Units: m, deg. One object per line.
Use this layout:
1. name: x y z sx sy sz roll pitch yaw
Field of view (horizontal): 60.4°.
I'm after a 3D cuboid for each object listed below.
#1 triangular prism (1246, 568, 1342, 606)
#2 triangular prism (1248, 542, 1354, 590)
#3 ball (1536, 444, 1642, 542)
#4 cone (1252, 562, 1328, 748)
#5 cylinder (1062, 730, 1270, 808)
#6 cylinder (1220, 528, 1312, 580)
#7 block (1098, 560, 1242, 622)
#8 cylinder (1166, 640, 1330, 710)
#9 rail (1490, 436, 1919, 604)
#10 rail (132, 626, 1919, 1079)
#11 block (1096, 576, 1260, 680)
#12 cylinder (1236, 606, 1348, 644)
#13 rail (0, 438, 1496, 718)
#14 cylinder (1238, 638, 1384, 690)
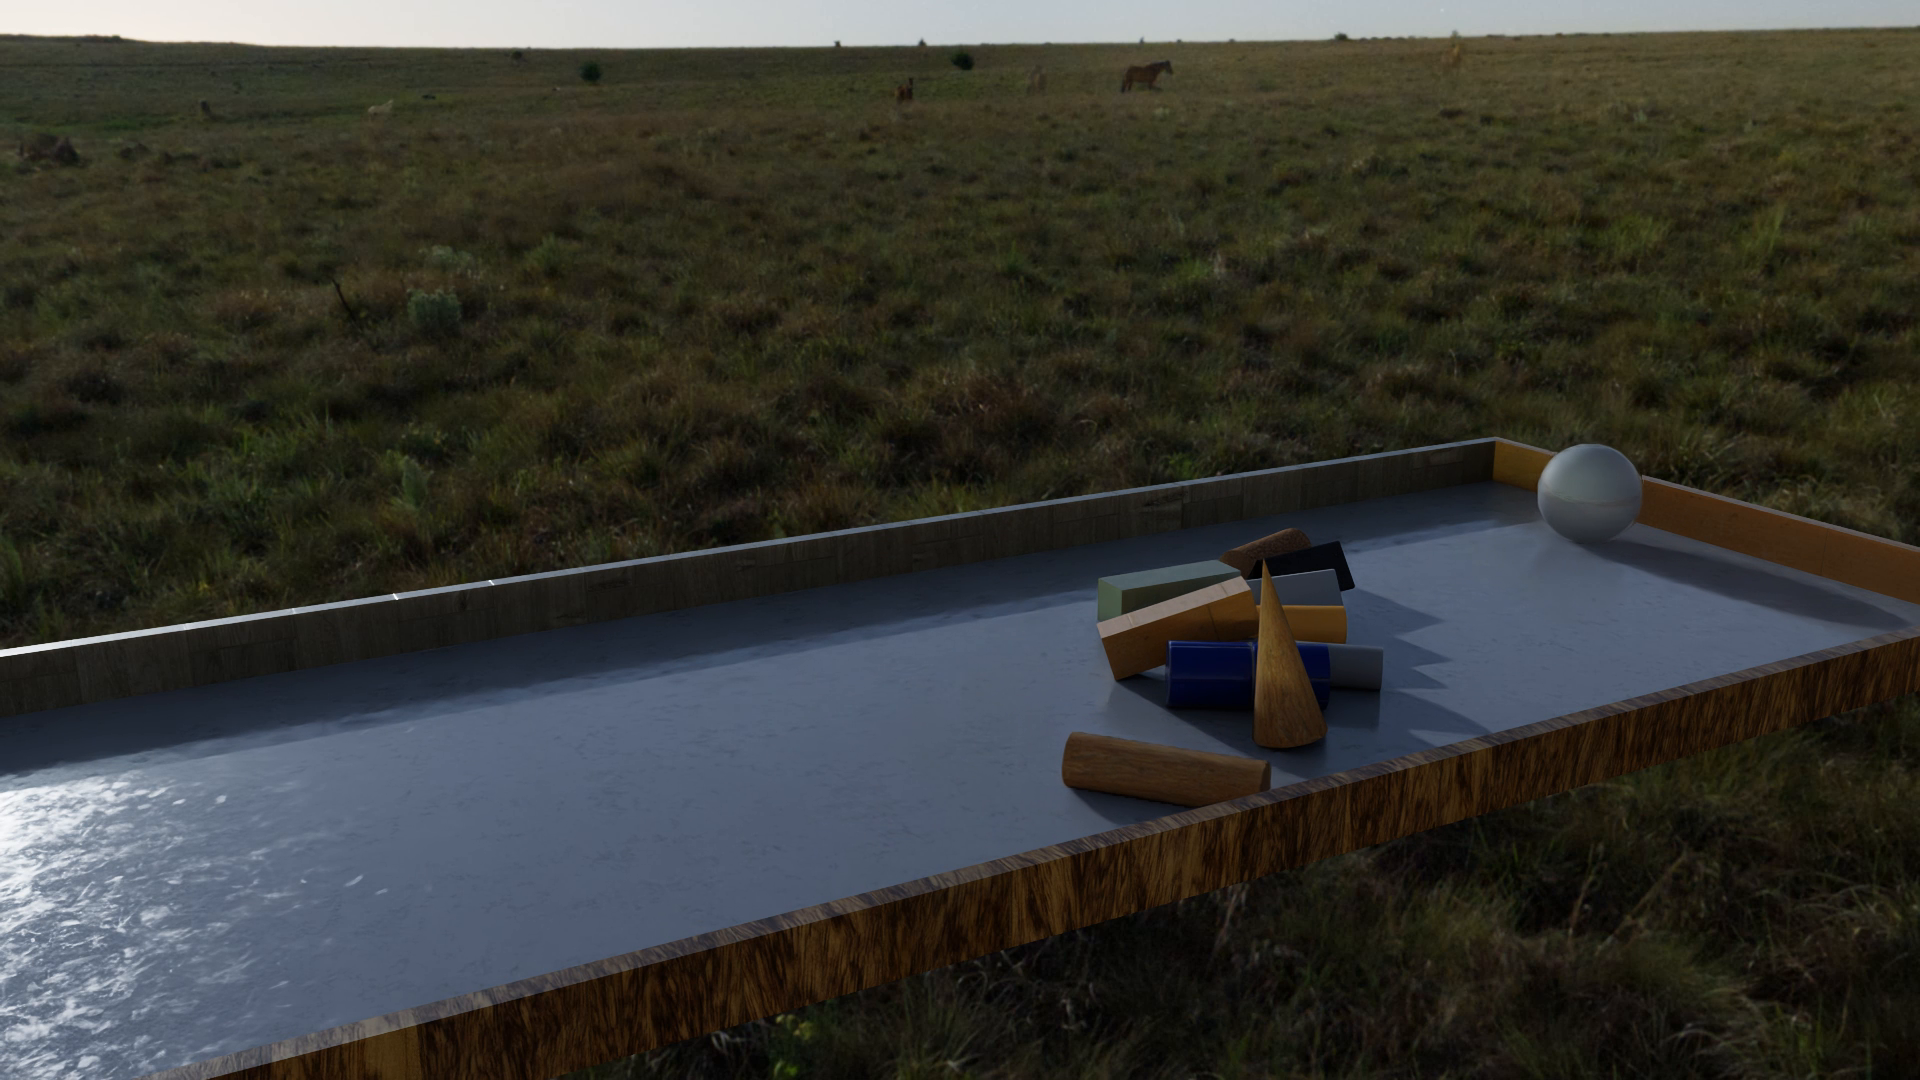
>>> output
1. triangular prism: 0.866 0.163 4.553 0.383 0.131 0.152 -6 18 -21
2. triangular prism: 0.987 0.090 4.812 0.332 0.126 0.145 -11 20 -34
3. ball: 2.023 -0.151 5.304 0.319 0.319 0.319 0 16 0
4. cone: 0.718 0.240 3.739 0.173 0.424 0.173 -10 13 3
5. cylinder: 0.434 0.492 3.476 0.421 0.117 0.117 7 18 21
6. cylinder: 0.914 0.058 4.935 0.126 0.126 0.318 15 22 40
7. block: 0.586 0.155 4.612 0.392 0.122 0.122 -8 18 -25
8. cylinder: 0.688 0.325 3.969 0.376 0.159 0.159 1 16 3
9. rail: 2.466 -0.048 5.253 0.050 0.150 2.100 -9 18 -27
10. rail: -2.336 1.006 1.665 12.000 0.150 0.050 -9 18 -27
11. block: 0.554 0.222 4.175 0.389 0.118 0.118 -19 15 3
12. cylinder: 0.797 0.229 4.381 0.436 0.111 0.111 0 16 1
13. rail: -3.305 0.497 3.399 12.000 0.150 0.050 -9 18 -27
14. cylinder: 0.872 0.307 4.120 0.352 0.107 0.107 4 17 12
